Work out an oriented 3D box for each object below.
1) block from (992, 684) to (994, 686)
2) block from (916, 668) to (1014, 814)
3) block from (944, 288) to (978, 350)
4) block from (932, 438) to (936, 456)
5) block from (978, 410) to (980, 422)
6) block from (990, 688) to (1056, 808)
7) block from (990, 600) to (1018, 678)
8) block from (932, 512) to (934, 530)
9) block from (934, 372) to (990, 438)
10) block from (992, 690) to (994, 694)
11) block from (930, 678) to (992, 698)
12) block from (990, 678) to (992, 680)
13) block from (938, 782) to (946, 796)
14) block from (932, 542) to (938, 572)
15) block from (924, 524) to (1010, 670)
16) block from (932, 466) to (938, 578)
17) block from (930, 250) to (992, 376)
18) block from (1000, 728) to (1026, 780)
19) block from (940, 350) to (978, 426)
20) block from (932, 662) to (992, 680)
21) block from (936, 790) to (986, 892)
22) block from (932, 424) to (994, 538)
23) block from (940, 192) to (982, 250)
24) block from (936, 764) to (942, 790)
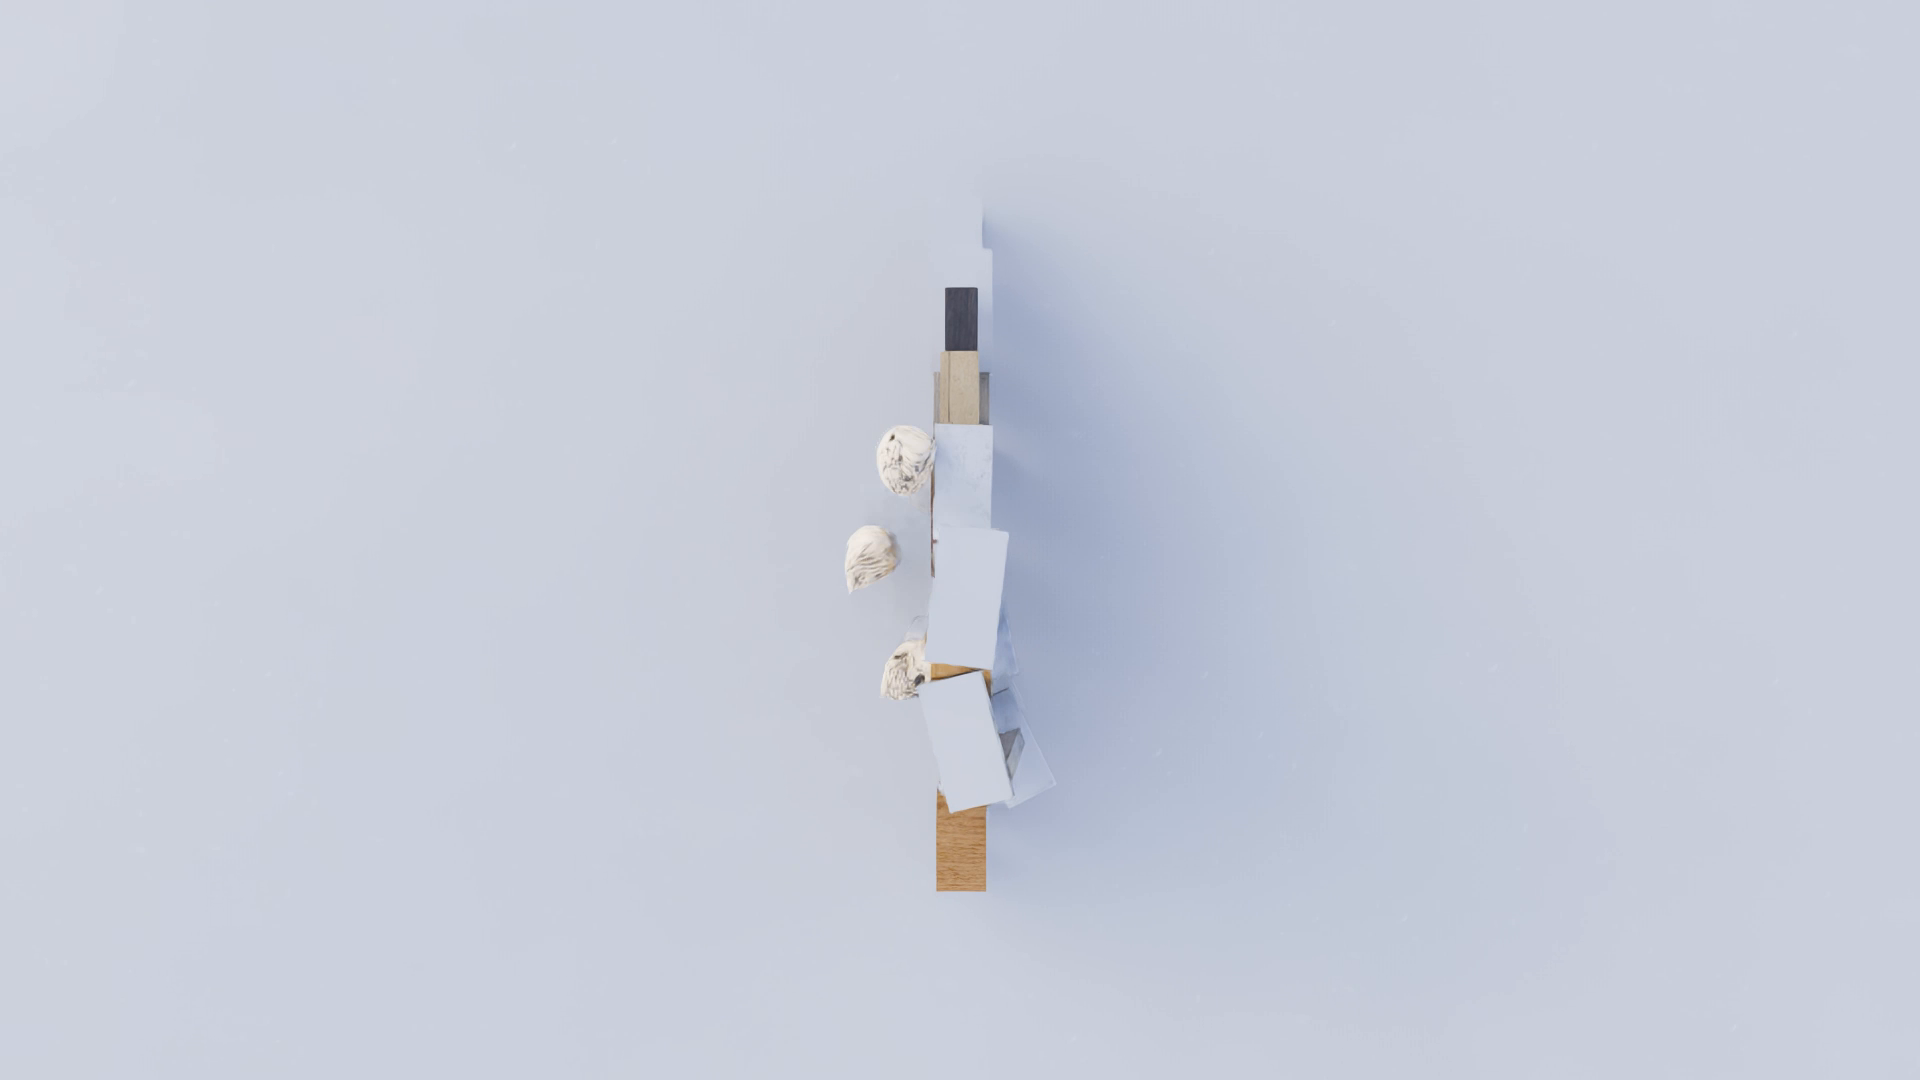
[{"bbox_3d":[0.021,0.440,4.960,0.144,0.287,0.041,1,89,-1],"label":"block"},{"bbox_3d":[0.014,0.486,3.993,0.158,0.045,0.317,-15,91,7],"label":"block"},{"bbox_3d":[0.004,-0.578,4.354,0.086,0.024,0.173,0,90,0],"label":"block"},{"bbox_3d":[0.003,-0.237,4.323,0.144,0.288,0.041,0,90,0],"label":"block"},{"bbox_3d":[0.000,-0.321,4.368,0.099,0.198,0.028,0,90,0],"label":"block"},{"bbox_3d":[0.131,0.562,4.465,0.145,0.041,0.291,-26,90,-6],"label":"block"},{"bbox_3d":[0.044,0.224,4.724,0.176,0.050,0.351,-12,89,-1],"label":"block"},{"bbox_3d":[0.003,-0.047,4.388,0.144,0.418,0.041,1,90,0],"label":"block"},{"bbox_3d":[0.004,-0.303,4.489,0.152,0.043,0.303,0,90,0],"label":"block"},{"bbox_3d":[0.007,0.427,4.577,0.157,0.387,0.044,-15,85,2],"label":"block"},{"bbox_3d":[-0.003,0.388,4.178,0.158,0.317,0.045,0,90,3],"label":"block"},{"bbox_3d":[0.022,0.533,4.796,0.144,0.041,0.287,1,90,-1],"label":"block"},{"bbox_3d":[0.078,0.705,4.810,0.145,0.662,0.041,-9,82,-14],"label":"block"},{"bbox_3d":[0.013,0.042,4.279,0.167,0.533,0.047,-3,87,-2],"label":"block"},{"bbox_3d":[0.015,0.137,3.982,0.166,0.047,0.333,7,86,-1],"label":"block"},{"bbox_3d":[-0.002,-0.057,5.129,0.173,0.049,0.347,0,90,0],"label":"block"},{"bbox_3d":[0.004,-0.630,4.563,0.171,0.048,0.341,0,90,0],"label":"block"},{"bbox_3d":[0.070,0.566,4.224,0.158,0.416,0.045,-19,93,8],"label":"block"},{"bbox_3d":[-0.001,-0.387,4.255,0.099,0.028,0.198,0,90,0],"label":"block"},{"bbox_3d":[0.004,0.331,4.359,0.157,0.044,0.313,1,90,2],"label":"block"},{"bbox_3d":[0.004,0.941,5.167,0.156,0.044,0.311,0,90,0],"label":"block"},{"bbox_3d":[0.007,-0.145,4.158,0.144,0.041,0.288,1,90,0],"label":"block"},{"bbox_3d":[0.002,-0.961,5.211,0.135,0.038,0.270,0,90,0],"label":"block"},{"bbox_3d":[0.002,0.625,5.170,0.154,0.044,0.308,-1,90,0],"label":"block"}]
